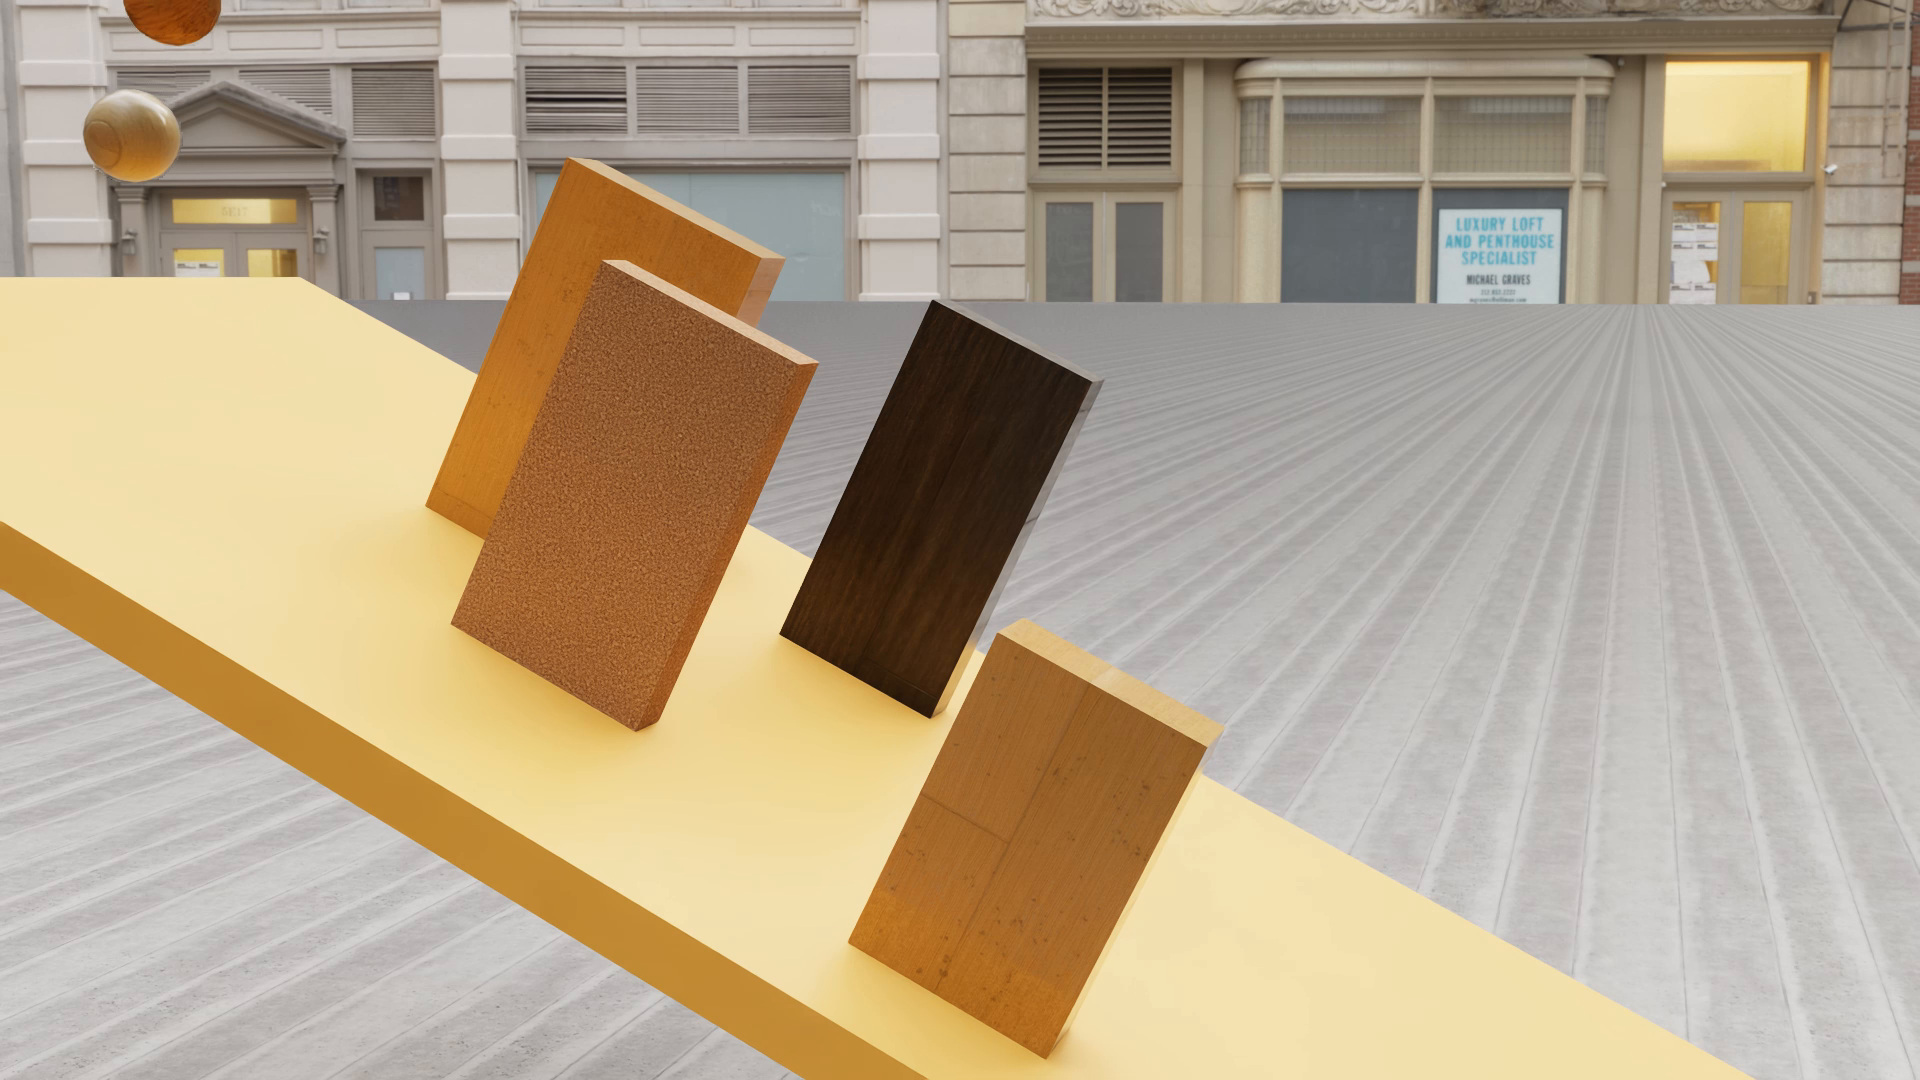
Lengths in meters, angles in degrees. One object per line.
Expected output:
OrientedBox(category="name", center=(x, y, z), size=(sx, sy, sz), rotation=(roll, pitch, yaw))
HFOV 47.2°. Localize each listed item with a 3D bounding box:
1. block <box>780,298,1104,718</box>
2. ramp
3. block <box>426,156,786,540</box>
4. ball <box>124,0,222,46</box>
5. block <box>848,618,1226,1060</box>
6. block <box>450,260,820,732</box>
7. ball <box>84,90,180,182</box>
OrientedBox(category="block", center=(-0.043, -0.063, 4.509), size=(0.368, 0.773, 0.107), rotation=(28, 14, 12))
OrientedBox(category="ramp", center=(-0.252, 0.427, 4.164), size=(4.000, 0.100, 2.000), rotation=(28, 14, 12))
OrientedBox(category="block", center=(-0.697, -0.303, 4.287), size=(0.440, 0.754, 0.125), rotation=(28, 14, 12))
OrientedBox(category="ball", center=(-1.541, -1.062, 4.304), size=(0.184, 0.184, 0.184), rotation=(0, 7, 0))
OrientedBox(category="block", center=(0.114, 0.450, 3.343), size=(0.351, 0.549, 0.146), rotation=(28, 14, 12))
OrientedBox(category="block", center=(-0.565, -0.076, 3.776), size=(0.392, 0.703, 0.094), rotation=(28, 14, 12))
OrientedBox(category="ball", center=(-1.681, -0.821, 4.465), size=(0.185, 0.185, 0.185), rotation=(0, 7, 0))
